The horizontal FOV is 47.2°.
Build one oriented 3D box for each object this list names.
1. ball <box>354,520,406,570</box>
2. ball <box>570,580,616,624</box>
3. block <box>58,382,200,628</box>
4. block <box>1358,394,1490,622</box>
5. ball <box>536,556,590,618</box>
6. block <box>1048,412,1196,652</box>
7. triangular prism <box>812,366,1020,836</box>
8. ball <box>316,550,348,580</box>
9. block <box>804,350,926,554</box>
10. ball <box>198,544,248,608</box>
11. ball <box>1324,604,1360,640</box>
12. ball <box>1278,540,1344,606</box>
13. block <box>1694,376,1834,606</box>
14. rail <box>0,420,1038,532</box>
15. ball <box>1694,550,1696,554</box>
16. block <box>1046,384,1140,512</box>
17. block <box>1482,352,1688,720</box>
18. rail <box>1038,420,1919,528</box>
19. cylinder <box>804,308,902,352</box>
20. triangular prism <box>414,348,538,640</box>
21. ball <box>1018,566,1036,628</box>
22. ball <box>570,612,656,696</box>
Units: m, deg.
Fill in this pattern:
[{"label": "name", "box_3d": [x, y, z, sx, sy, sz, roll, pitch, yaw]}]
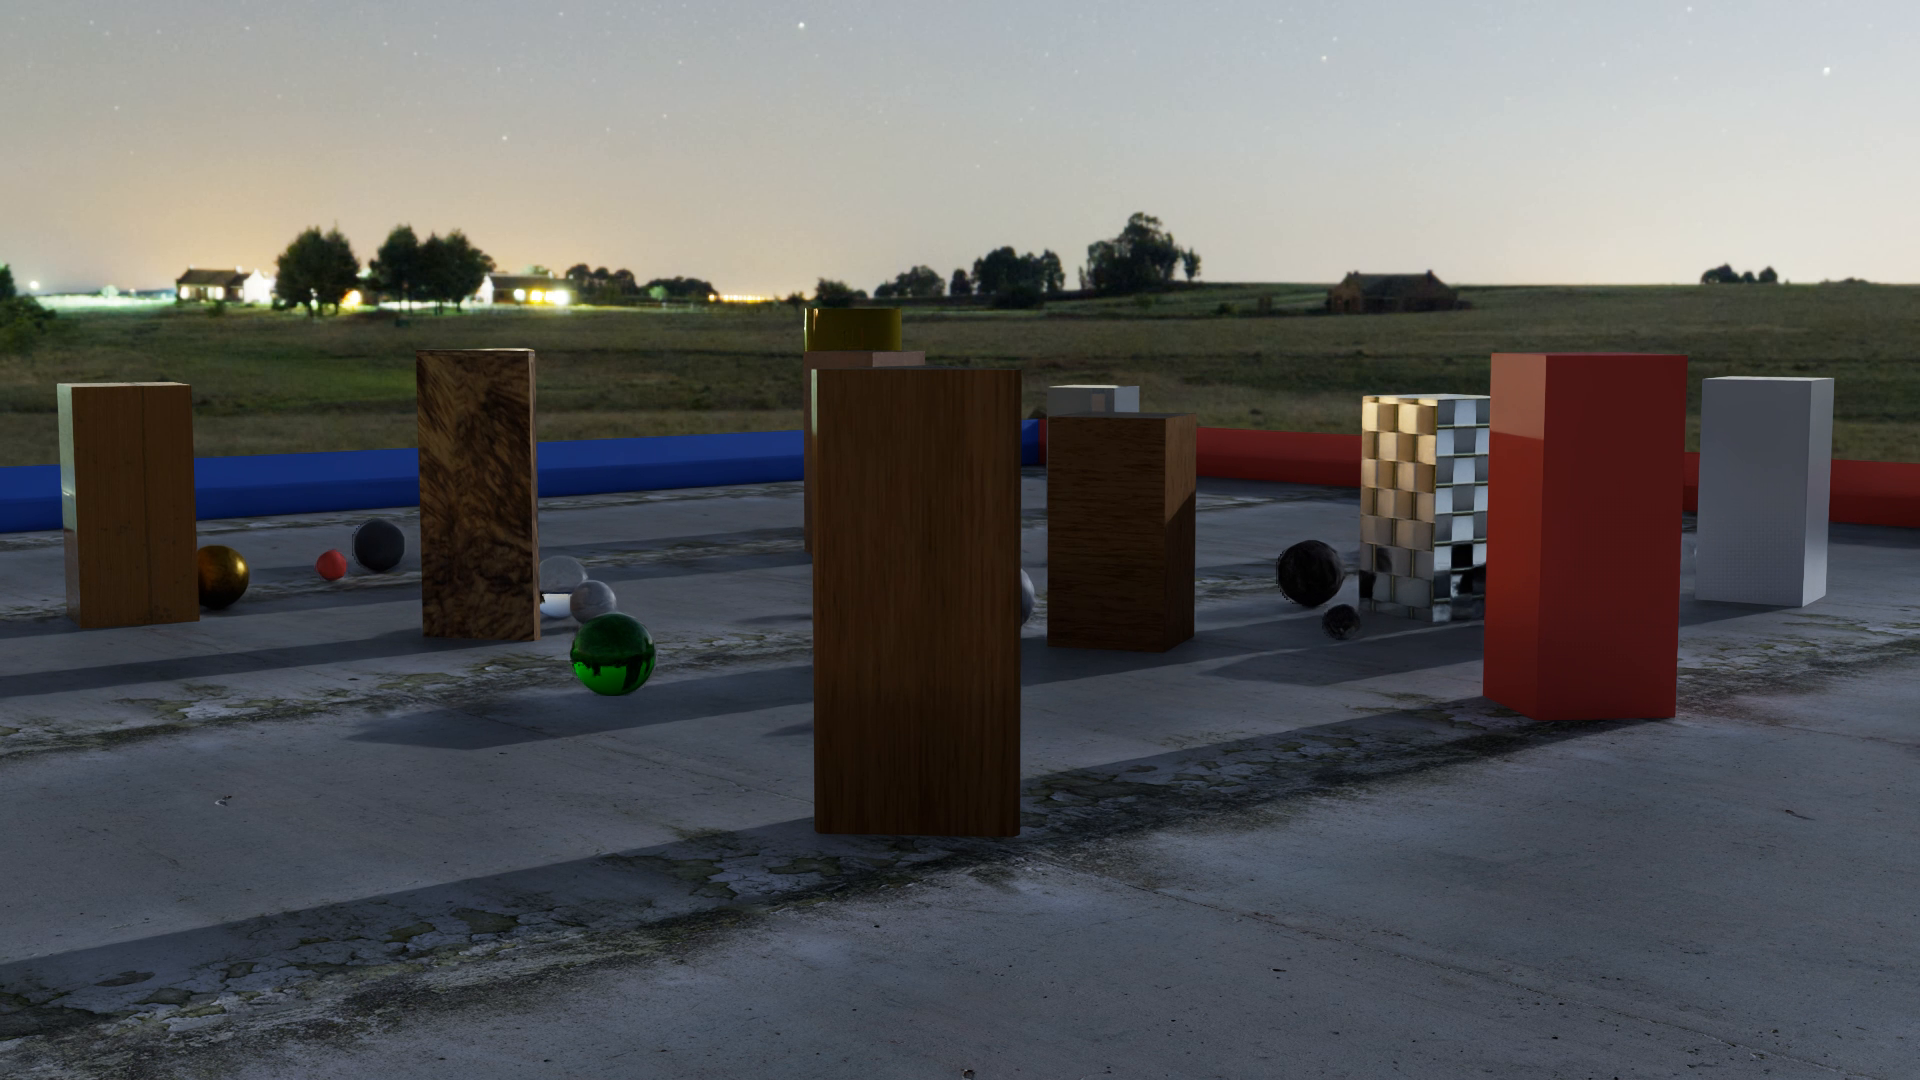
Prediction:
[{"label": "ball", "box_3d": [-0.999, 0.010, 3.785, 0.086, 0.086, 0.086, 0, 6, 0]}, {"label": "ball", "box_3d": [-0.519, 0.090, 3.110, 0.066, 0.066, 0.066, 0, 6, 0]}, {"label": "block", "box_3d": [-1.205, -0.055, 3.184, 0.160, 0.340, 0.160, -3, 7, -29]}, {"label": "block", "box_3d": [0.706, -0.052, 3.244, 0.160, 0.320, 0.160, -4, 7, -31]}, {"label": "ball", "box_3d": [-0.583, 0.069, 3.201, 0.089, 0.089, 0.089, 0, 6, 0]}, {"label": "block", "box_3d": [0.219, -0.015, 2.961, 0.160, 0.306, 0.160, 2, 6, 20]}, {"label": "triangular prism", "box_3d": [-0.031, 0.047, 1.932, 0.173, 0.396, 0.150, 0, 6, 4]}, {"label": "ball", "box_3d": [-1.042, 0.042, 3.647, 0.050, 0.050, 0.050, 0, 6, 0]}, {"label": "block", "box_3d": [-0.176, -0.163, 4.067, 0.160, 0.371, 0.160, 4, 7, 35]}, {"label": "ball", "box_3d": [-1.119, 0.055, 3.305, 0.095, 0.095, 0.095, 0, 6, 0]}, {"label": "ball", "box_3d": [0.520, 0.111, 2.991, 0.049, 0.049, 0.049, 0, 6, 0]}, {"label": "ball", "box_3d": [0.533, 0.050, 3.336, 0.099, 0.099, 0.099, 0, 6, 0]}, {"label": "block", "box_3d": [1.250, -0.080, 3.417, 0.160, 0.341, 0.160, 4, 7, 33]}, {"label": "rail", "box_3d": [-1.427, -0.126, 4.870, 4.553, 0.130, 0.045, -5, 8, -42]}, {"label": "ball", "box_3d": [1.306, 0.020, 3.814, 0.060, 0.060, 0.060, 0, 6, 0]}, {"label": "block", "box_3d": [0.299, -0.206, 4.939, 0.160, 0.277, 0.160, 3, 7, 24]}, {"label": "block", "box_3d": [0.697, -0.010, 2.468, 0.160, 0.397, 0.160, -1, 6, -7]}, {"label": "rail", "box_3d": [1.656, -0.124, 4.851, 0.045, 0.130, 4.256, -5, 8, -42]}, {"label": "cylinder", "box_3d": [-0.218, -0.246, 4.485, 0.200, 0.449, 0.200, 0, 6, 0]}, {"label": "triangular prism", "box_3d": [-0.637, -0.068, 3.054, 0.173, 0.392, 0.150, 2, 6, 14]}, {"label": "ball", "box_3d": [0.055, 0.079, 3.051, 0.100, 0.100, 0.100, 0, 6, 0]}, {"label": "ball", "box_3d": [-0.402, 0.132, 2.551, 0.098, 0.098, 0.098, 0, 6, 0]}]
